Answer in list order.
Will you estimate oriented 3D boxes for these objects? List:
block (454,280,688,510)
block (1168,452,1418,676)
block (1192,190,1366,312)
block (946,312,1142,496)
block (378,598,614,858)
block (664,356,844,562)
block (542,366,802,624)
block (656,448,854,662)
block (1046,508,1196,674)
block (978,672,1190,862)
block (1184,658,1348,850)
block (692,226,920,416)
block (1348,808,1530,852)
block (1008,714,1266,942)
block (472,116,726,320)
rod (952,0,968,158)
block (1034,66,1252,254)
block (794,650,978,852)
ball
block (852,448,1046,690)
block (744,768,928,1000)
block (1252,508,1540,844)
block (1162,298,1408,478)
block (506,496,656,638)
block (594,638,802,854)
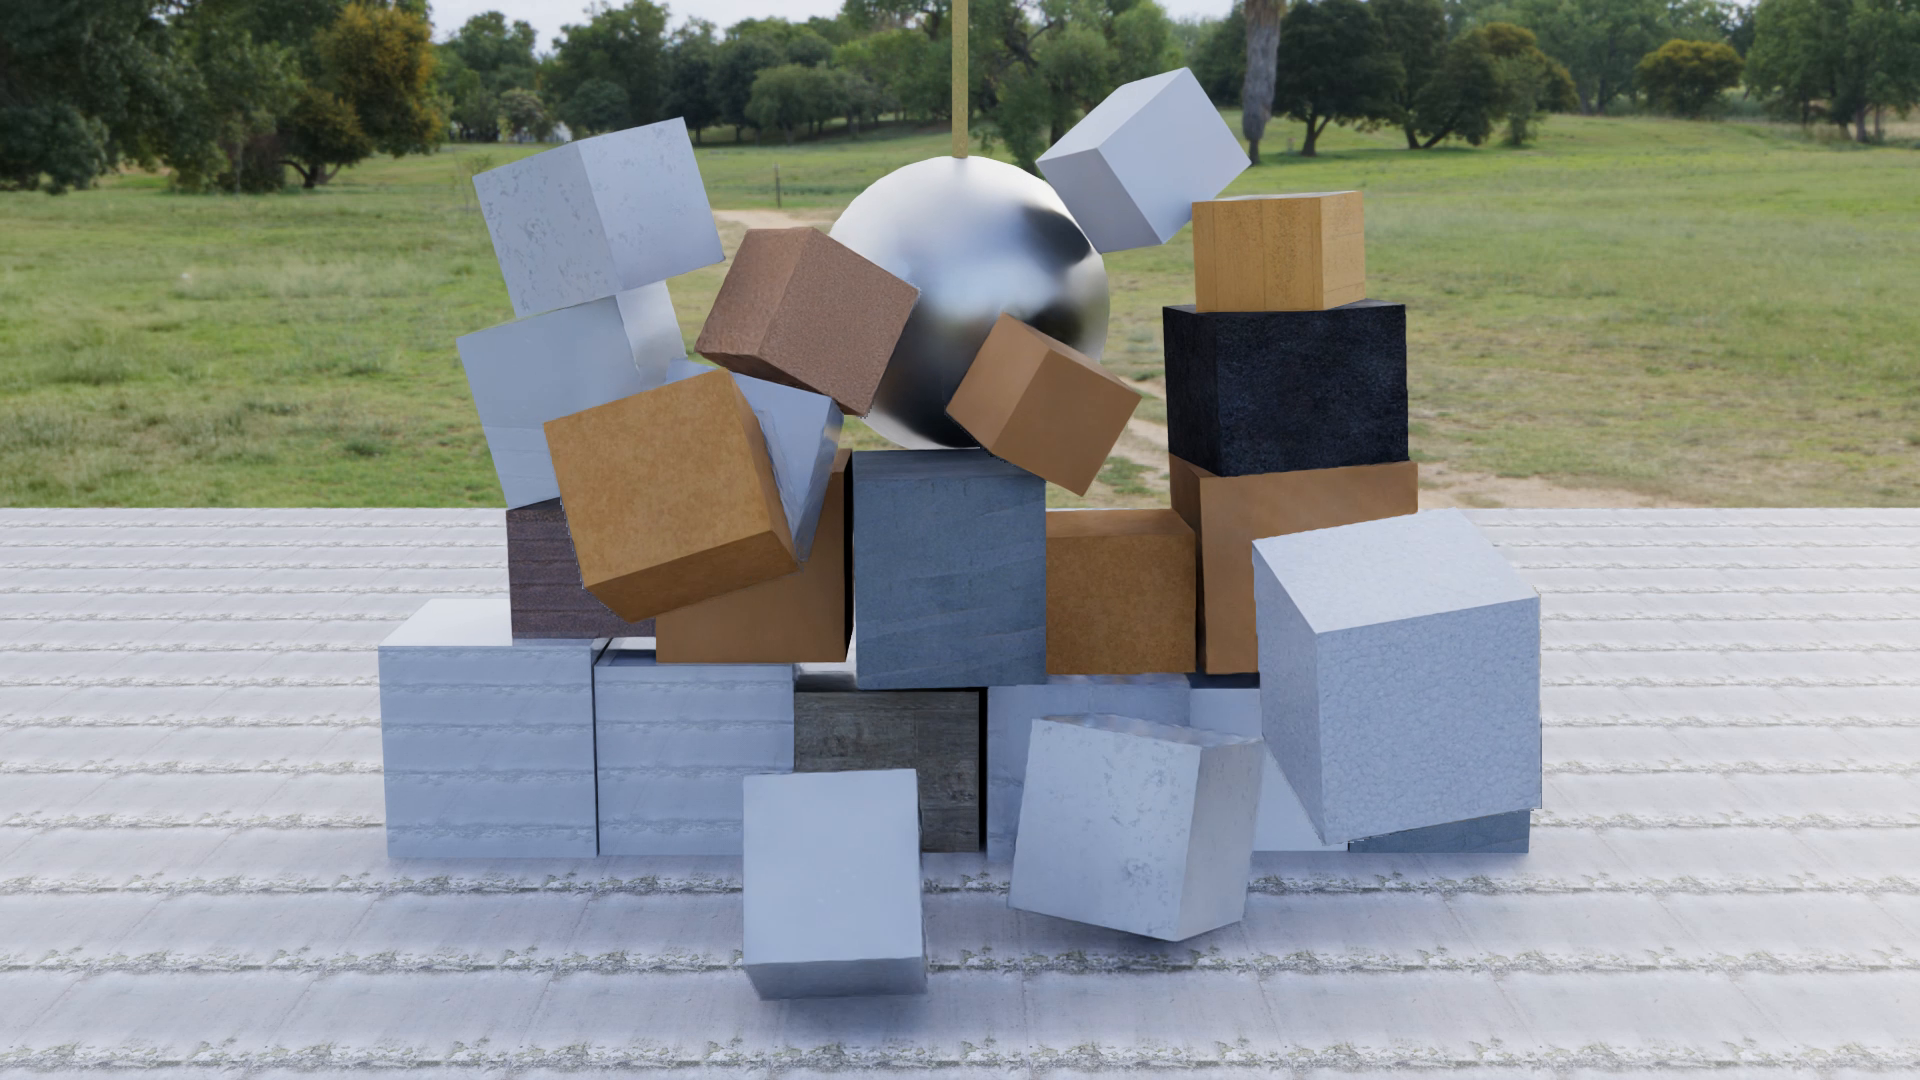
[{"bbox_3d":[-1.864,-0.750,11.029,0.834,0.869,0.880,-14,10,11],"label":"block"},{"bbox_3d":[1.679,0.057,11.160,1.058,0.976,0.988,-4,10,-3],"label":"block"},{"bbox_3d":[1.582,-1.428,10.872,0.658,0.537,0.613,2,12,29],"label":"block"},{"bbox_3d":[0.389,-0.644,10.404,0.564,0.549,0.565,24,11,-30],"label":"block"},{"bbox_3d":[-2.320,0.945,11.358,1.036,1.077,1.110,0,10,0],"label":"block"},{"bbox_3d":[-1.010,-0.357,10.198,0.739,0.723,0.860,14,-2,1],"label":"block"},{"bbox_3d":[-1.194,-0.172,9.245,0.784,0.714,0.787,-17,-14,1],"label":"block"},{"bbox_3d":[-1.031,0.061,11.184,0.934,0.953,0.849,0,10,0],"label":"block"},{"bbox_3d":[0.764,0.254,11.192,0.756,0.700,0.724,-1,11,-3],"label":"block"},{"bbox_3d":[0.605,1.041,11.334,0.987,0.896,1.133,0,10,-2],"label":"block"},{"bbox_3d":[1.527,1.066,11.370,0.825,0.835,0.888,0,10,0],"label":"block"},{"bbox_3d":[-0.738,-1.044,10.491,0.638,0.656,0.682,28,-9,-31],"label":"block"},{"bbox_3d":[2.392,0.993,11.379,0.892,0.974,0.998,0,10,0],"label":"block"},{"bbox_3d":[0.802,1.252,9.789,0.776,0.824,0.909,8,0,25],"label":"block"},{"bbox_3d":[-1.755,-1.566,10.720,0.757,0.723,0.740,-8,12,38],"label":"block"},{"bbox_3d":[0.000,-4.480,10.692,0.080,5.200,0.080,0,17,0],"label":"rod"},{"bbox_3d":[0.922,-1.911,11.139,0.665,0.590,0.657,-43,19,-17],"label":"block"},{"bbox_3d":[-0.364,1.075,11.350,0.912,0.825,0.904,0,10,0],"label":"block"},{"bbox_3d":[0.000,-1.235,11.708,1.600,1.600,1.600,0,10,0],"label":"ball"},{"bbox_3d":[-0.071,0.120,11.047,0.918,1.023,1.004,-1,10,-3],"label":"block"},{"bbox_3d":[-0.498,1.404,8.909,0.687,0.749,0.728,-2,-22,0],"label":"block"},{"bbox_3d":[1.765,0.534,8.975,0.885,0.940,0.899,-9,24,-5],"label":"block"},{"bbox_3d":[1.612,-0.793,11.001,0.948,0.759,0.933,-5,11,-10],"label":"block"},{"bbox_3d":[-1.860,0.098,11.187,0.714,0.645,0.774,-1,10,0],"label":"block"},{"bbox_3d":[-1.307,1.000,11.374,0.973,0.963,1.043,0,10,0],"label":"block"}]
